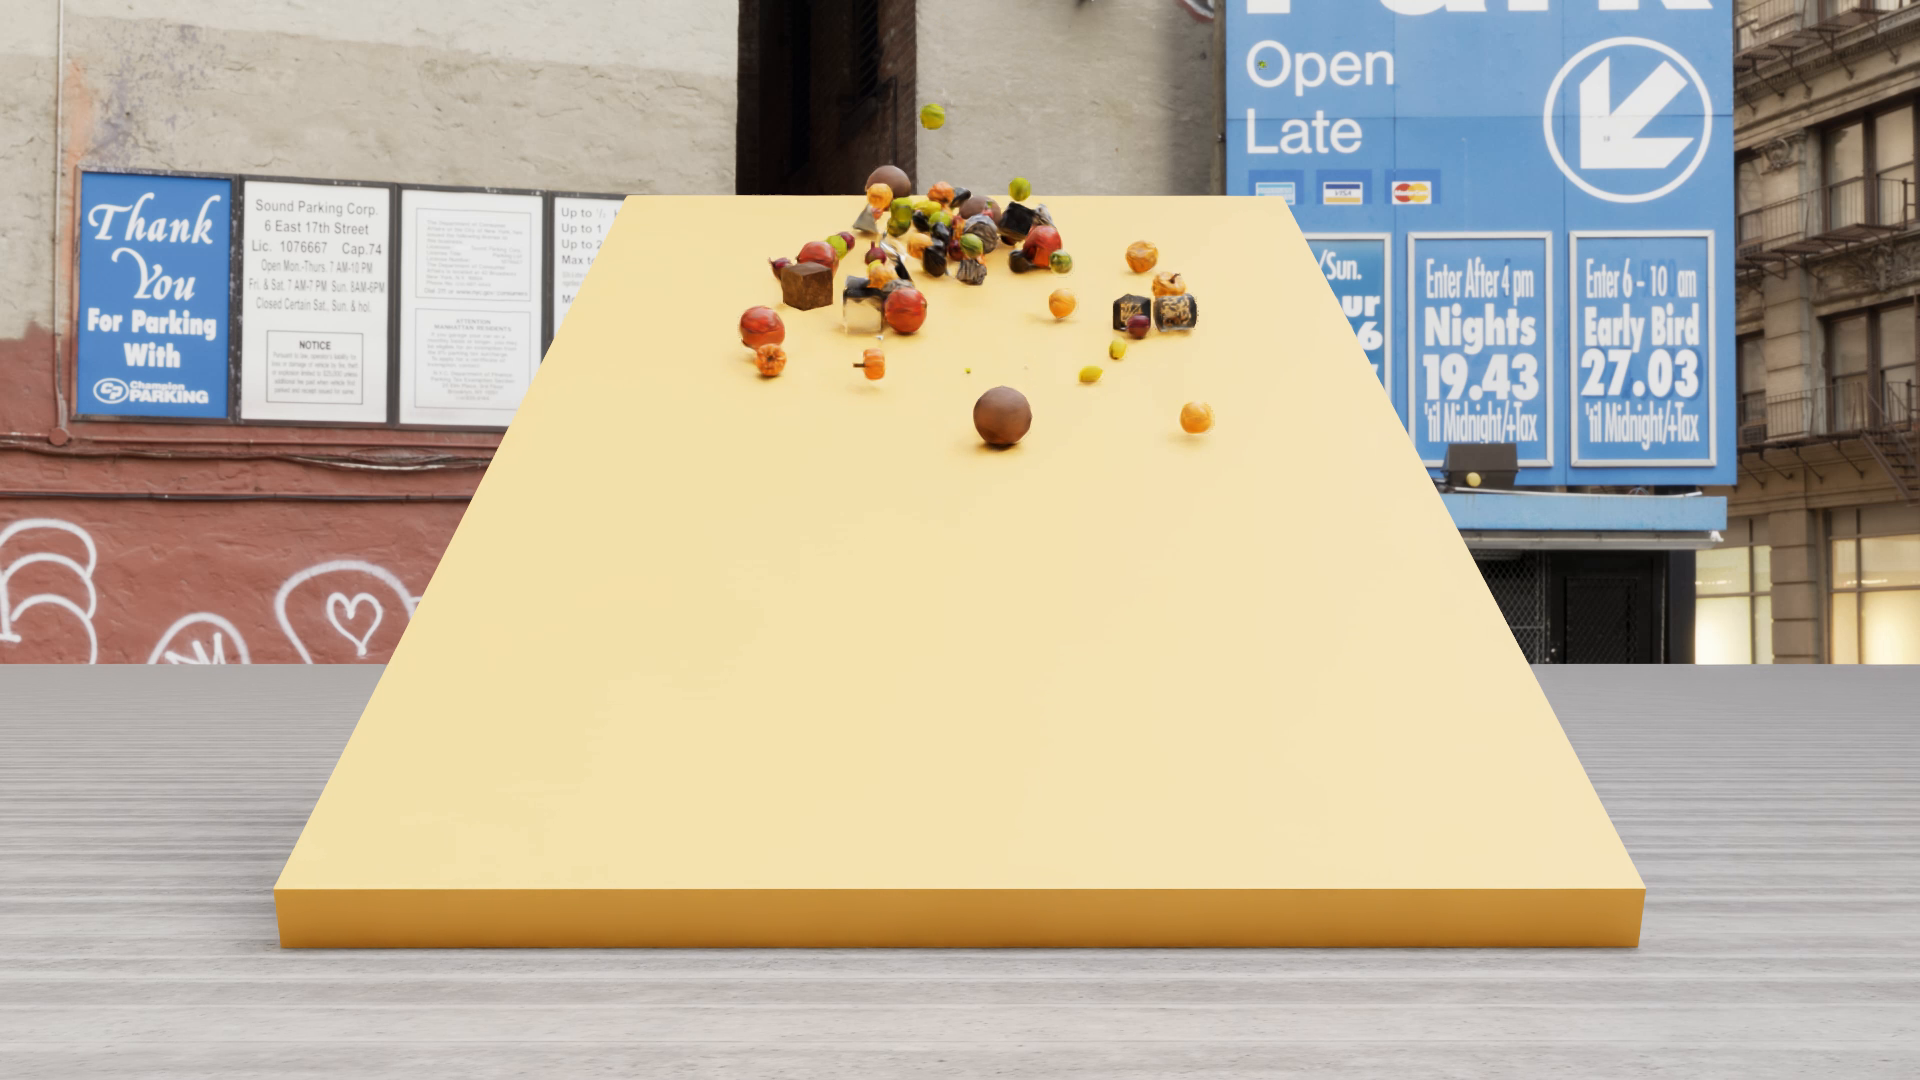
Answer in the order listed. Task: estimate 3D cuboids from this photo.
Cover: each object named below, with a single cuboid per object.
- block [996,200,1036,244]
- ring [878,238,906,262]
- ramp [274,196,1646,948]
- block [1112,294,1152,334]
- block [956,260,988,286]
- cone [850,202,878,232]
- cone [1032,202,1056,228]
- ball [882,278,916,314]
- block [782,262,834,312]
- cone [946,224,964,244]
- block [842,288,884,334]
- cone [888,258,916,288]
[{"bbox_3d":[0.157,-0.890,6.464,0.077,0.077,0.077,21,-11,-8],"label":"block"},{"bbox_3d":[-0.186,-0.800,6.377,0.083,0.083,0.028,2,-43,-31],"label":"ring"},{"bbox_3d":[-0.007,-0.225,5.227,2.000,0.100,4.000,0,23,0],"label":"ramp"},{"bbox_3d":[0.433,-0.570,5.819,0.071,0.071,0.071,14,30,31],"label":"block"},{"bbox_3d":[0.029,-0.697,6.030,0.052,0.052,0.052,8,-15,38],"label":"block"},{"bbox_3d":[-0.268,-0.930,6.626,0.082,0.082,0.082,9,3,0],"label":"cone"},{"bbox_3d":[0.252,-0.926,6.713,0.077,0.077,0.077,39,10,17],"label":"cone"},{"bbox_3d":[-0.158,-0.625,5.924,0.093,0.093,0.093,0,-3,0],"label":"ball"},{"bbox_3d":[-0.397,-0.660,6.003,0.095,0.095,0.095,-17,28,-35],"label":"block"},{"bbox_3d":[-0.005,-0.860,6.537,0.057,0.057,0.057,8,-5,-12],"label":"cone"},{"bbox_3d":[-0.244,-0.576,5.808,0.092,0.092,0.092,-3,23,-8],"label":"block"},{"bbox_3d":[-0.160,-0.714,6.148,0.082,0.082,0.082,0,23,0],"label":"cone"}]
